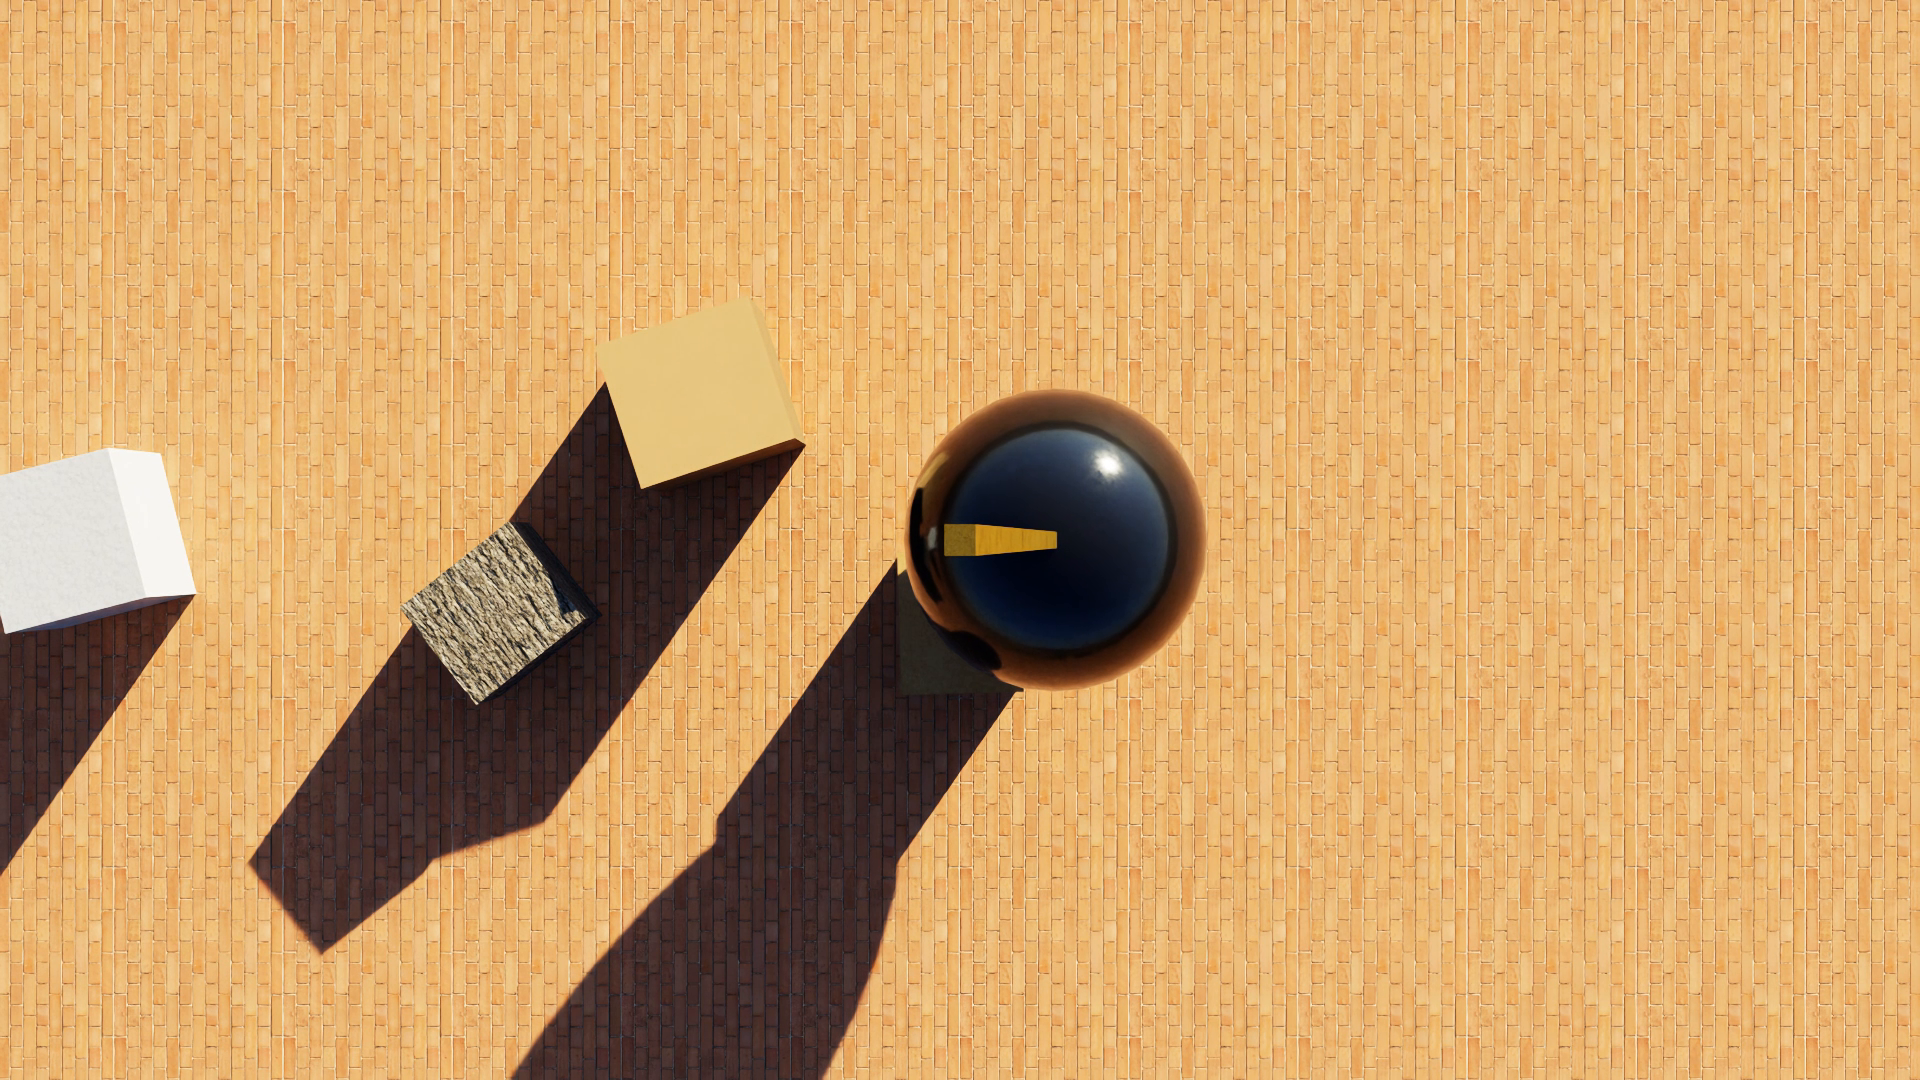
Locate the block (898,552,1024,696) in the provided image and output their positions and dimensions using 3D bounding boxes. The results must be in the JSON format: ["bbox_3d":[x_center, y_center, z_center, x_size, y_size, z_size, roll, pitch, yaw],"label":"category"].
[{"bbox_3d":[0.004,0.464,12.679,0.692,0.642,0.799,-1,90,0],"label":"block"}]

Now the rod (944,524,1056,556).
[{"bbox_3d":[0.217,0.000,8.188,0.080,5.200,0.080,0,90,5],"label":"rod"}]

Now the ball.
[{"bbox_3d":[0.501,0.000,11.576,1.600,1.600,1.600,0,90,0],"label":"ball"}]

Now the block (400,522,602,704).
[{"bbox_3d":[-2.635,0.413,12.689,0.778,0.621,0.699,-38,90,0],"label":"block"}]

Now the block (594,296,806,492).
[{"bbox_3d":[-1.459,-0.813,12.546,0.890,0.908,0.826,-18,90,0],"label":"block"}]

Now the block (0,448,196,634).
[{"bbox_3d":[-5.013,0.004,12.601,0.810,0.797,0.856,-15,90,0],"label":"block"}]
